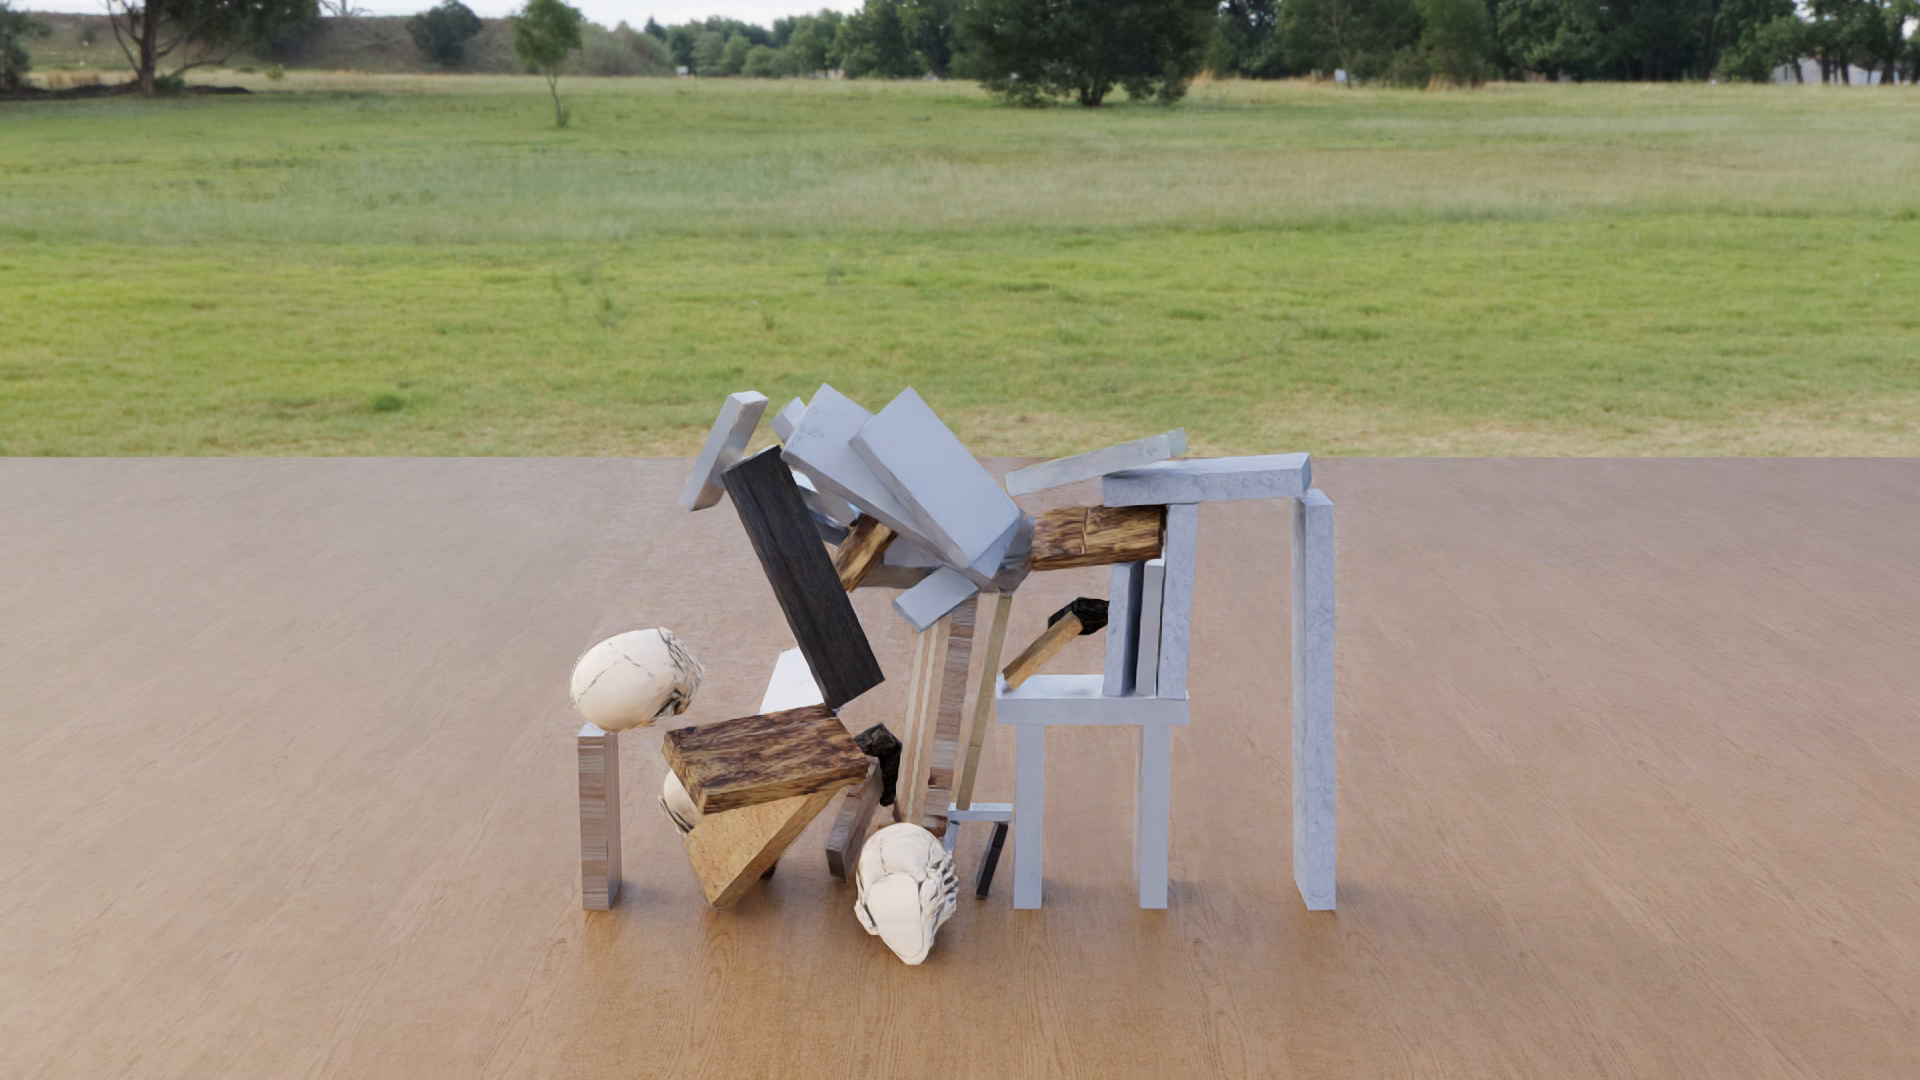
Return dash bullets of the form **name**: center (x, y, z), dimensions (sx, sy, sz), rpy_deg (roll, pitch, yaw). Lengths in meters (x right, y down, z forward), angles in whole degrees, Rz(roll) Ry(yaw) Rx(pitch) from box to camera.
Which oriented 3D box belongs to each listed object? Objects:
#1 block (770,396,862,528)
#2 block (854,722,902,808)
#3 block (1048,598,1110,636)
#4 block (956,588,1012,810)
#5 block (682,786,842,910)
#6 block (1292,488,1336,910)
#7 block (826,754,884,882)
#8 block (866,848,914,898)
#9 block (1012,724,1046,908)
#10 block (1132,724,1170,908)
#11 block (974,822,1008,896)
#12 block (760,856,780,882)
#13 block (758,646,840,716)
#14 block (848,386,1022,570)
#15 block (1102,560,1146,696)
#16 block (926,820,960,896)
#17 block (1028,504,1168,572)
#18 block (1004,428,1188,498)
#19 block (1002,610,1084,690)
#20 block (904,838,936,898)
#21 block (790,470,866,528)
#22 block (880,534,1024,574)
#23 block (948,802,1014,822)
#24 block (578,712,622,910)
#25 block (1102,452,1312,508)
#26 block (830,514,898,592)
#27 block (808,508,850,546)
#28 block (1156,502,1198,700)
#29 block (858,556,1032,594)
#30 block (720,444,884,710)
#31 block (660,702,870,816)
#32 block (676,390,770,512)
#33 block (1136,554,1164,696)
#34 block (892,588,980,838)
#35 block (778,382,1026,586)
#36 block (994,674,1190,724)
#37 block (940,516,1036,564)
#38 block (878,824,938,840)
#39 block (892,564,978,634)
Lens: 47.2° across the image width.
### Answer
- **block**: center (-0.226, -0.127, 3.554), dimensions (0.029, 0.207, 0.103), rpy_deg (-31, 11, 18)
- **block**: center (-0.135, 0.394, 3.842), dimensions (0.098, 0.195, 0.028), rpy_deg (-31, 52, 6)
- **block**: center (0.209, 0.129, 3.691), dimensions (0.076, 0.022, 0.152), rpy_deg (7, -18, -16)
- **block**: center (0.040, 0.263, 3.651), dimensions (0.022, 0.365, 0.076), rpy_deg (11, 5, -1)
- **block**: center (-0.325, 0.447, 3.584), dimensions (0.042, 0.293, 0.147), rpy_deg (26, 23, -43)
- **block**: center (0.580, 0.260, 3.608), dimensions (0.045, 0.670, 0.158), rpy_deg (-2, 11, 0)
- **block**: center (-0.178, 0.474, 3.747), dimensions (0.028, 0.098, 0.195), rpy_deg (12, 52, 14)
- **block**: center (-0.116, 0.555, 3.659), dimensions (0.092, 0.013, 0.046), rpy_deg (-41, 8, 10)
- **block**: center (0.112, 0.436, 3.645), dimensions (0.044, 0.310, 0.155), rpy_deg (1, 11, 0)
- **block**: center (0.317, 0.436, 3.645), dimensions (0.044, 0.310, 0.155), rpy_deg (0, 10, 0)
- **block**: center (0.052, 0.525, 3.664), dimensions (0.018, 0.124, 0.062), rpy_deg (17, 5, -4)
- **block**: center (-0.299, 0.473, 3.721), dimensions (0.028, 0.195, 0.098), rpy_deg (20, -26, -3)
- **block**: center (-0.285, 0.279, 4.073), dimensions (0.147, 0.042, 0.293), rpy_deg (-18, 24, 16)
- **block**: center (-0.039, -0.099, 3.466), dimensions (0.135, 0.270, 0.038), rpy_deg (-45, 5, -33)
- **block**: center (0.267, 0.138, 3.574), dimensions (0.030, 0.213, 0.107), rpy_deg (7, 12, 17)
- **block**: center (-0.029, 0.526, 3.665), dimensions (0.018, 0.124, 0.062), rpy_deg (15, 4, -10)
- **block**: center (0.224, -0.008, 3.556), dimensions (0.213, 0.030, 0.107), rpy_deg (-6, 45, 19)
- **block**: center (0.218, -0.124, 3.509), dimensions (0.270, 0.038, 0.135), rpy_deg (-14, 3, 19)
- **block**: center (0.135, 0.180, 3.598), dimensions (0.152, 0.022, 0.076), rpy_deg (-42, 9, 5)
- **block**: center (-0.067, 0.544, 3.665), dimensions (0.013, 0.092, 0.046), rpy_deg (12, 3, -32)
- **block**: center (-0.237, -0.073, 3.661), dimensions (0.207, 0.029, 0.104), rpy_deg (23, 10, -12)
- **block**: center (-0.015, 0.000, 3.622), dimensions (0.237, 0.103, 0.029), rpy_deg (2, -17, -16)
- **block**: center (0.028, 0.453, 3.664), dimensions (0.124, 0.018, 0.062), rpy_deg (1, 5, -1)
- **block**: center (-0.595, 0.446, 3.638), dimensions (0.042, 0.293, 0.147), rpy_deg (0, 11, 0)
- **block**: center (0.398, -0.097, 3.531), dimensions (0.316, 0.045, 0.158), rpy_deg (-3, 10, 14)
- **block**: center (-0.158, 0.014, 3.551), dimensions (0.018, 0.130, 0.065), rpy_deg (21, 22, -52)
- **block**: center (-0.283, -0.051, 3.668), dimensions (0.201, 0.028, 0.100), rpy_deg (21, 17, -29)
- **block**: center (0.352, 0.085, 3.576), dimensions (0.045, 0.316, 0.158), rpy_deg (3, 10, 4)
- **block**: center (-0.031, 0.038, 3.705), dimensions (0.293, 0.042, 0.147), rpy_deg (3, -23, -15)
- **block**: center (-0.250, 0.061, 3.519), dimensions (0.100, 0.424, 0.028), rpy_deg (-30, 14, -25)
- **block**: center (-0.304, 0.341, 3.453), dimensions (0.293, 0.042, 0.147), rpy_deg (-8, 42, -35)
- **block**: center (-0.382, -0.144, 3.550), dimensions (0.028, 0.201, 0.100), rpy_deg (31, 16, 13)
- **block**: center (0.310, 0.136, 3.585), dimensions (0.030, 0.213, 0.107), rpy_deg (4, 11, 5)
- **block**: center (-0.041, 0.276, 3.652), dimensions (0.042, 0.412, 0.147), rpy_deg (8, 1, -21)
- **block**: center (-0.089, -0.087, 3.495), dimensions (0.387, 0.135, 0.038), rpy_deg (32, -26, -11)
- **block**: center (0.214, 0.262, 3.613), dimensions (0.310, 0.044, 0.155), rpy_deg (0, 10, 0)
- **block**: center (0.052, -0.002, 3.593), dimensions (0.199, 0.065, 0.018), rpy_deg (-4, -14, -33)
- **block**: center (-0.085, 0.484, 3.650), dimensions (0.092, 0.013, 0.046), rpy_deg (8, 1, -32)
- **block**: center (-0.038, 0.090, 3.493), dimensions (0.130, 0.018, 0.065), rpy_deg (-34, 74, -33)
